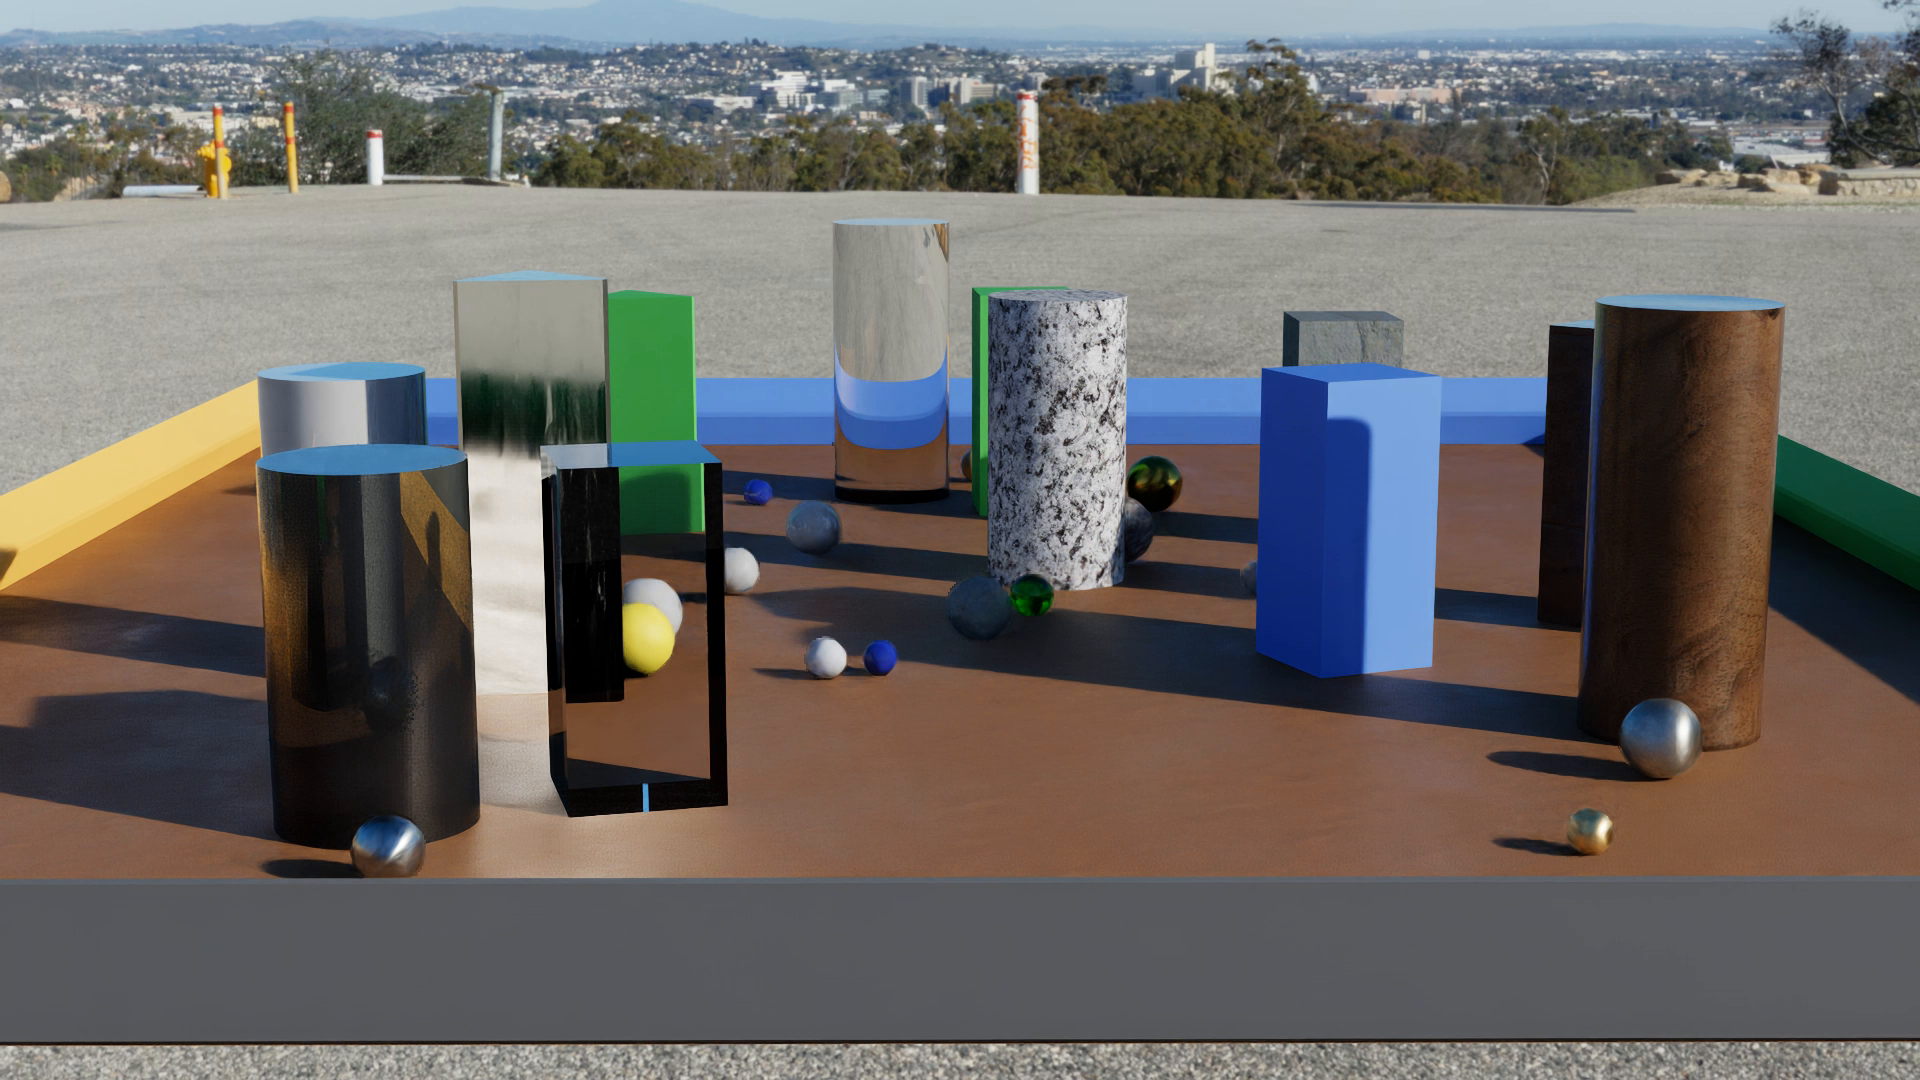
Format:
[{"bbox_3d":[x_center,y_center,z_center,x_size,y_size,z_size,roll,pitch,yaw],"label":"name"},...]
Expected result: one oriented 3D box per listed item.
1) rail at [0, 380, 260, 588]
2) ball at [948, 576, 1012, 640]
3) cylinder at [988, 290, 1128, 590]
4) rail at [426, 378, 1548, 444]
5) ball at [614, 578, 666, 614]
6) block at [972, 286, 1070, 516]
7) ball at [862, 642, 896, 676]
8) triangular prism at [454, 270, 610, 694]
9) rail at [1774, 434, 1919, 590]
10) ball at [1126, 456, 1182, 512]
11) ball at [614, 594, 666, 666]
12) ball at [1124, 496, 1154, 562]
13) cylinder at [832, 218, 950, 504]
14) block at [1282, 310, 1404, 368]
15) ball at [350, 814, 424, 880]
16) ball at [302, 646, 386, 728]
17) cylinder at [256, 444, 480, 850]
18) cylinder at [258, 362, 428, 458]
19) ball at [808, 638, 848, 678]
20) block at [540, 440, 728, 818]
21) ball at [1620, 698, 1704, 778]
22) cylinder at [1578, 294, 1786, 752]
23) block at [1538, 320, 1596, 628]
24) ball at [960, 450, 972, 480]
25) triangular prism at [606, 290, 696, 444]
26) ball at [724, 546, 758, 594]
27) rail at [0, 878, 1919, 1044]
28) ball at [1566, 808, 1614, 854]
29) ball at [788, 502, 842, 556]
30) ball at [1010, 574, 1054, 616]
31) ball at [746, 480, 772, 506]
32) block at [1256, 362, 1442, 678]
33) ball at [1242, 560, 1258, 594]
[{"bbox_3d":[-1.325,0.034,3.441,0.045,0.128,3.107,0,10,0],"label":"rail"},{"bbox_3d":[0.025,0.088,3.284,0.082,0.082,0.082,0,10,0],"label":"ball"},{"bbox_3d":[0.138,-0.146,3.660,0.197,0.406,0.197,0,10,0],"label":"cylinder"},{"bbox_3d":[-0.009,-0.246,4.953,2.698,0.128,0.045,0,10,0],"label":"rail"},{"bbox_3d":[-0.411,0.083,3.286,0.069,0.069,0.069,0,10,0],"label":"ball"},{"bbox_3d":[0.105,-0.232,4.246,0.158,0.360,0.158,-1,11,-4],"label":"block"},{"bbox_3d":[-0.097,0.143,3.100,0.041,0.041,0.041,0,10,0],"label":"ball"},{"bbox_3d":[-0.503,-0.072,3.046,0.171,0.484,0.148,-2,11,-9],"label":"triangular prism"},{"bbox_3d":[1.325,0.032,3.456,0.045,0.128,3.107,0,10,0],"label":"rail"},{"bbox_3d":[0.320,-0.093,4.231,0.093,0.093,0.093,0,10,0],"label":"ball"},{"bbox_3d":[-0.404,0.110,3.147,0.089,0.089,0.089,0,10,0],"label":"ball"},{"bbox_3d":[0.239,-0.016,3.801,0.098,0.098,0.098,0,10,0],"label":"ball"},{"bbox_3d":[-0.116,-0.307,4.362,0.197,0.466,0.197,0,10,0],"label":"cylinder"},{"bbox_3d":[0.587,-0.173,3.969,0.158,0.347,0.158,0,10,-2],"label":"block"},{"bbox_3d":[-0.514,0.279,2.303,0.065,0.065,0.065,0,10,0],"label":"ball"},{"bbox_3d":[-0.684,0.164,2.849,0.092,0.092,0.092,0,10,0],"label":"ball"},{"bbox_3d":[-0.568,0.098,2.474,0.197,0.357,0.197,0,10,0],"label":"cylinder"},{"bbox_3d":[-0.743,-0.024,3.117,0.197,0.363,0.197,0,10,0],"label":"cylinder"},{"bbox_3d":[-0.160,0.143,3.082,0.048,0.048,0.048,0,10,0],"label":"ball"},{"bbox_3d":[-0.328,0.085,2.578,0.158,0.346,0.158,-3,11,-15],"label":"block"},{"bbox_3d":[0.725,0.204,2.652,0.084,0.084,0.084,0,10,0],"label":"ball"},{"bbox_3d":[0.786,-0.023,2.807,0.197,0.474,0.197,0,10,0],"label":"cylinder"},{"bbox_3d":[0.878,-0.086,3.371,0.158,0.393,0.158,10,15,44],"label":"block"},{"bbox_3d":[0.032,-0.132,4.535,0.060,0.060,0.060,0,10,0],"label":"ball"},{"bbox_3d":[-0.522,-0.213,4.132,0.171,0.366,0.148,-3,11,-14],"label":"triangular prism"},{"bbox_3d":[-0.314,0.043,3.570,0.067,0.067,0.067,0,10,0],"label":"ball"},{"bbox_3d":[0.009,0.312,1.945,2.698,0.128,0.045,0,10,0],"label":"rail"},{"bbox_3d":[0.588,0.272,2.396,0.043,0.043,0.043,0,10,0],"label":"ball"},{"bbox_3d":[-0.218,-0.017,3.852,0.082,0.082,0.082,0,10,0],"label":"ball"},{"bbox_3d":[0.096,0.073,3.429,0.058,0.058,0.058,0,10,0],"label":"ball"},{"bbox_3d":[-0.336,-0.079,4.294,0.043,0.043,0.043,0,10,0],"label":"ball"},{"bbox_3d":[0.475,-0.028,3.155,0.158,0.358,0.158,-4,11,-23],"label":"block"},{"bbox_3d":[0.416,0.052,3.577,0.046,0.046,0.046,0,10,0],"label":"ball"}]
